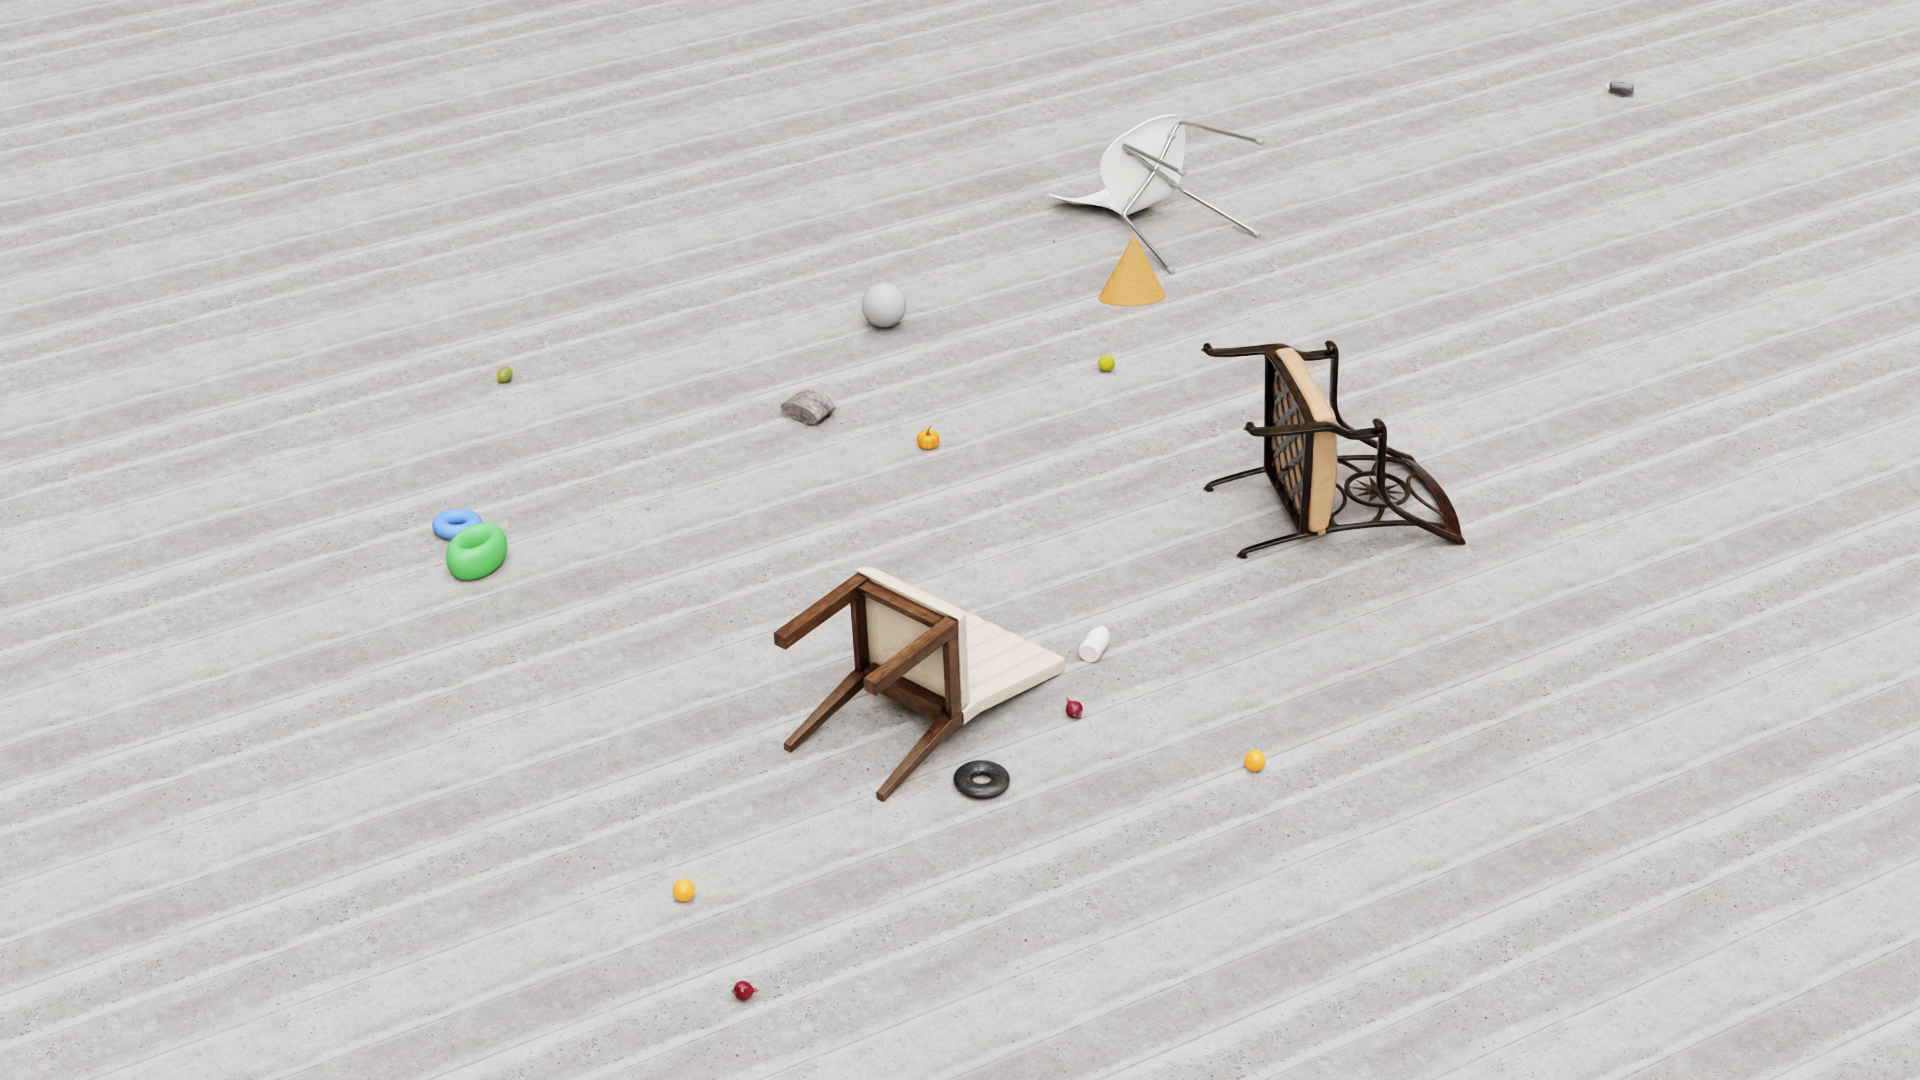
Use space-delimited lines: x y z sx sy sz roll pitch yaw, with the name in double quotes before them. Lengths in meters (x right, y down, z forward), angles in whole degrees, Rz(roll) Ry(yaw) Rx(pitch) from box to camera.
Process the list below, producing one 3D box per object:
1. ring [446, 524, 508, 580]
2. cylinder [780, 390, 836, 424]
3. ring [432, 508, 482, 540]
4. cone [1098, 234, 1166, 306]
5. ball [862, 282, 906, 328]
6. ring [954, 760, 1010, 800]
"ring" -1.775 0.042 10.766 0.191 0.128 0.268 16 38 26
"cylinder" -0.604 -0.530 11.679 0.182 0.077 0.125 21 39 27
"ring" -1.883 -0.059 10.984 0.188 0.056 0.173 3 33 4
"cone" 0.735 -1.164 12.435 0.294 0.303 0.159 -4 34 -7
"ball" -0.318 -0.983 12.265 0.189 0.189 0.189 0 33 0
"ring" 0.072 0.793 9.704 0.190 0.043 0.187 12 36 17
